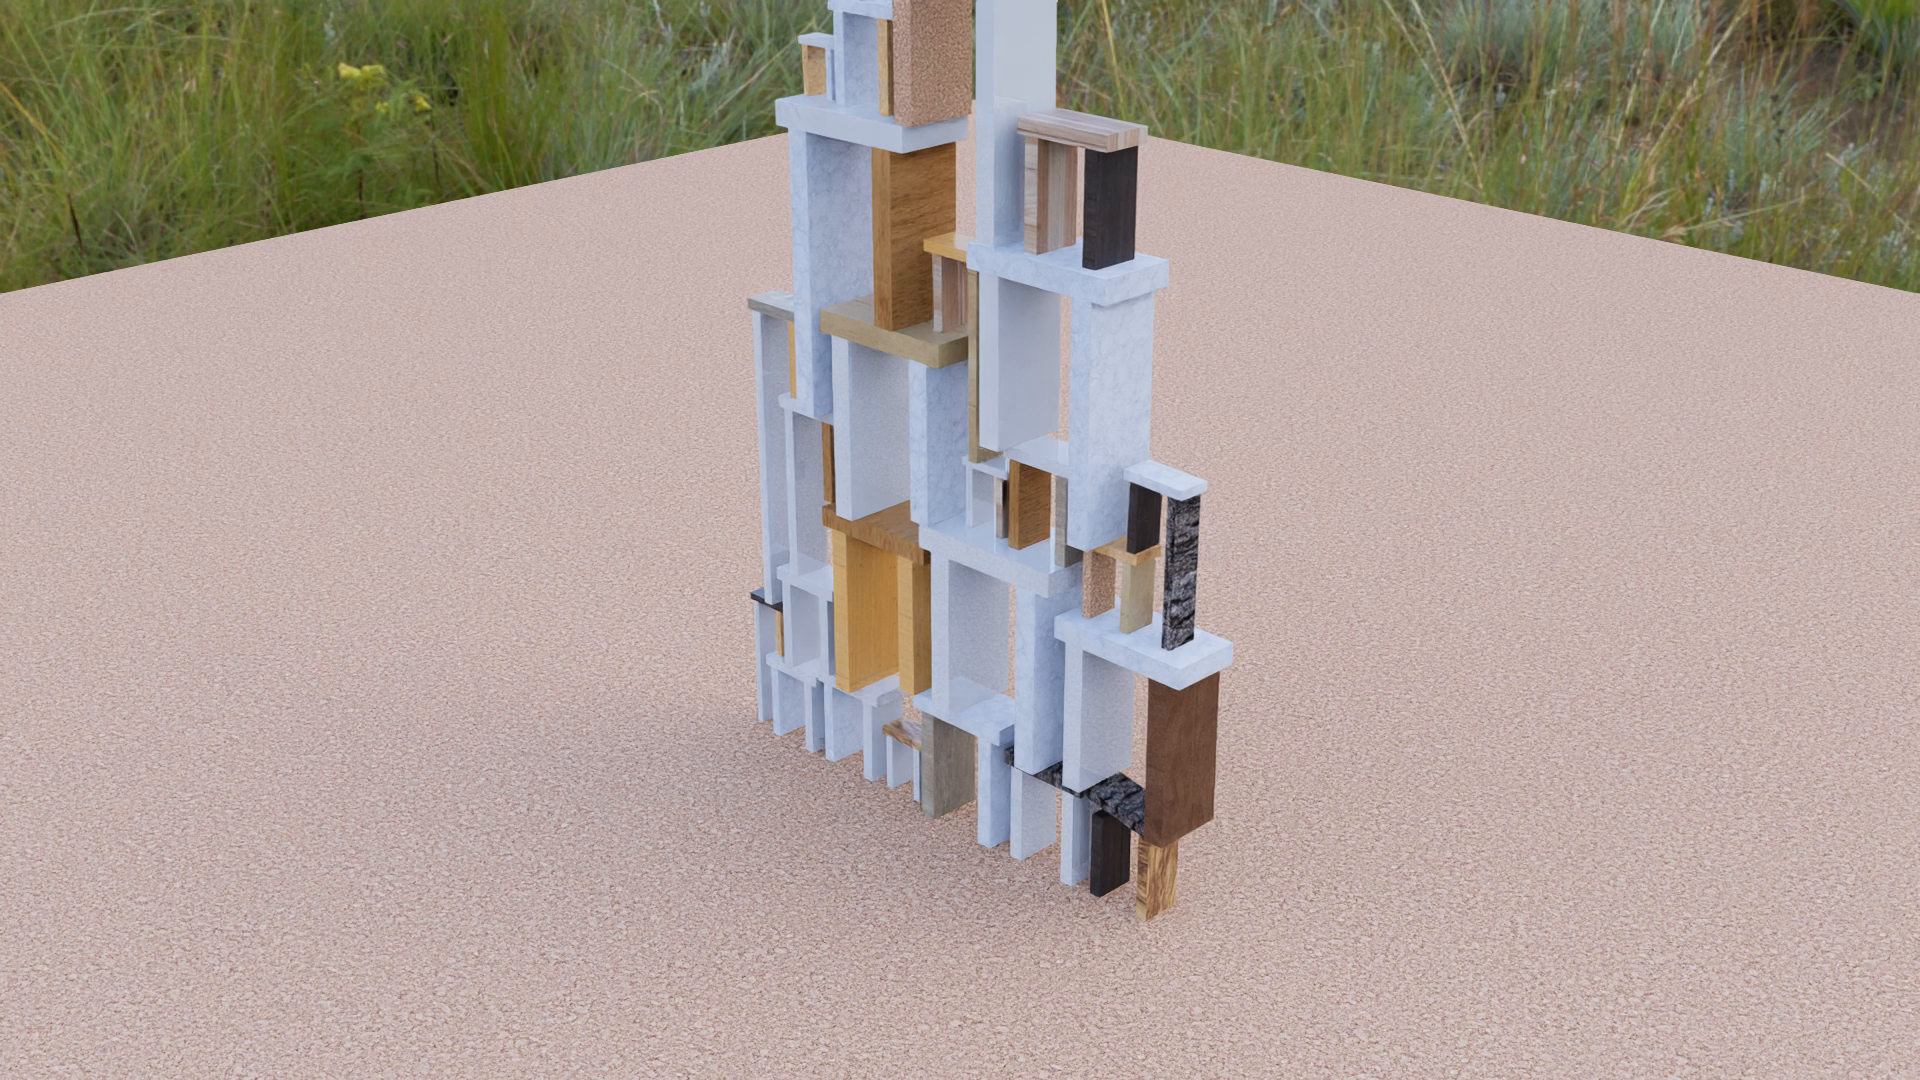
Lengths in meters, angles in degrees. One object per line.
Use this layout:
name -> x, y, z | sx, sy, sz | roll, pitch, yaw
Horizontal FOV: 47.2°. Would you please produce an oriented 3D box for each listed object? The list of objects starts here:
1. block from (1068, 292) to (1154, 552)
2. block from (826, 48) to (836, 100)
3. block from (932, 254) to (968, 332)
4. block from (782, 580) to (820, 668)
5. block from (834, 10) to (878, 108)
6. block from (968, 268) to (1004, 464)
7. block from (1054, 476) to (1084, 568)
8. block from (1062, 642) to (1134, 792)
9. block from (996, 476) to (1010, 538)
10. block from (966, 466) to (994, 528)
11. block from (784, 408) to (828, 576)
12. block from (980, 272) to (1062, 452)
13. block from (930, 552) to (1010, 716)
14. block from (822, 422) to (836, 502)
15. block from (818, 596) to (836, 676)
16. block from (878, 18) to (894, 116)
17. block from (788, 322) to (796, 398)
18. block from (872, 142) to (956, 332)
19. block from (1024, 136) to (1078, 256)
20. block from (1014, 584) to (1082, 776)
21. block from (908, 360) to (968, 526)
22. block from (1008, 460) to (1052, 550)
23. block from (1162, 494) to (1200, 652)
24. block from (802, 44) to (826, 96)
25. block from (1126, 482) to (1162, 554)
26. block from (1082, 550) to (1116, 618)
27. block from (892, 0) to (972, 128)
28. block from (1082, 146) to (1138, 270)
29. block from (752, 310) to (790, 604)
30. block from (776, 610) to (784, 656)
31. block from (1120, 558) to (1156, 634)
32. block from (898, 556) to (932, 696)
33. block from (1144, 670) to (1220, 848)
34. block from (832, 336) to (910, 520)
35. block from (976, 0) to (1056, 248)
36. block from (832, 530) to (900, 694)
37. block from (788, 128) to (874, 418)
block -> 0.263, -0.218, 3.849 | 0.046, 0.456, 0.163 | 21, 31, 41
block -> -0.227, -0.870, 4.098 | 0.014, 0.096, 0.048 | 20, 30, 40
block -> -0.018, -0.466, 4.065 | 0.021, 0.149, 0.075 | 17, 28, 35
block -> -0.332, 0.166, 4.654 | 0.024, 0.194, 0.086 | 21, 31, 41
block -> -0.191, -0.892, 4.051 | 0.024, 0.173, 0.086 | 20, 30, 40
block -> 0.050, -0.329, 4.038 | 0.075, 0.380, 0.021 | -21, 30, -40
block -> 0.211, -0.045, 3.978 | 0.087, 0.174, 0.025 | -21, 30, -40
block -> 0.258, 0.307, 4.079 | 0.148, 0.295, 0.042 | -21, 31, -40
block -> 0.093, -0.067, 4.101 | 0.017, 0.119, 0.059 | 21, 30, 40
block -> 0.038, -0.089, 4.153 | 0.017, 0.119, 0.059 | 21, 31, 40
block -> -0.315, -0.106, 4.515 | 0.024, 0.365, 0.084 | 21, 31, 41
block -> 0.109, -0.338, 3.965 | 0.046, 0.327, 0.163 | 21, 31, 41
block -> 0.021, 0.159, 4.269 | 0.047, 0.334, 0.167 | 21, 31, 41
block -> -0.236, -0.166, 4.404 | 0.024, 0.167, 0.084 | 21, 31, 41
block -> -0.251, 0.187, 4.575 | 0.024, 0.173, 0.086 | 21, 31, 41
block -> -0.108, -0.861, 3.977 | 0.024, 0.173, 0.086 | 21, 31, 40
block -> -0.304, -0.368, 4.400 | 0.023, 0.159, 0.080 | 22, 31, 40
block -> -0.084, -0.571, 4.072 | 0.048, 0.338, 0.169 | 21, 31, 40
block -> 0.157, -0.602, 3.792 | 0.029, 0.203, 0.102 | 21, 31, 41
block -> 0.179, 0.240, 4.132 | 0.167, 0.376, 0.047 | -21, 31, -41
block -> -0.022, -0.201, 4.159 | 0.045, 0.320, 0.160 | 21, 31, 41
block -> 0.129, -0.076, 4.053 | 0.087, 0.174, 0.025 | -21, 31, -41
block -> 0.385, 0.051, 3.831 | 0.067, 0.288, 0.019 | -21, 31, -40
block -> -0.273, -0.888, 4.139 | 0.014, 0.096, 0.048 | 19, 30, 41
block -> 0.324, -0.048, 3.860 | 0.067, 0.133, 0.019 | -21, 33, -40
block -> 0.252, 0.068, 3.982 | 0.068, 0.136, 0.019 | -21, 31, -40
block -> -0.048, -0.899, 3.895 | 0.044, 0.308, 0.154 | 21, 31, 40
block -> 0.253, -0.565, 3.703 | 0.029, 0.203, 0.102 | 21, 31, 41
block -> -0.379, -0.173, 4.564 | 0.023, 0.645, 0.080 | 21, 31, 41
block -> -0.368, 0.192, 4.705 | 0.015, 0.106, 0.053 | 21, 31, 41
block -> 0.317, 0.094, 3.922 | 0.068, 0.136, 0.019 | -21, 32, -40
block -> -0.055, 0.149, 4.350 | 0.041, 0.289, 0.144 | 21, 31, 41
block -> 0.399, 0.379, 3.955 | 0.042, 0.326, 0.148 | 21, 31, 41
block -> -0.173, -0.236, 4.308 | 0.045, 0.372, 0.160 | 21, 31, 40
block -> 0.097, -0.760, 3.798 | 0.154, 0.489, 0.044 | -21, 31, -40
block -> -0.190, 0.126, 4.489 | 0.041, 0.354, 0.144 | 21, 31, 40
block -> -0.245, -0.529, 4.263 | 0.048, 0.564, 0.169 | 21, 31, 40
